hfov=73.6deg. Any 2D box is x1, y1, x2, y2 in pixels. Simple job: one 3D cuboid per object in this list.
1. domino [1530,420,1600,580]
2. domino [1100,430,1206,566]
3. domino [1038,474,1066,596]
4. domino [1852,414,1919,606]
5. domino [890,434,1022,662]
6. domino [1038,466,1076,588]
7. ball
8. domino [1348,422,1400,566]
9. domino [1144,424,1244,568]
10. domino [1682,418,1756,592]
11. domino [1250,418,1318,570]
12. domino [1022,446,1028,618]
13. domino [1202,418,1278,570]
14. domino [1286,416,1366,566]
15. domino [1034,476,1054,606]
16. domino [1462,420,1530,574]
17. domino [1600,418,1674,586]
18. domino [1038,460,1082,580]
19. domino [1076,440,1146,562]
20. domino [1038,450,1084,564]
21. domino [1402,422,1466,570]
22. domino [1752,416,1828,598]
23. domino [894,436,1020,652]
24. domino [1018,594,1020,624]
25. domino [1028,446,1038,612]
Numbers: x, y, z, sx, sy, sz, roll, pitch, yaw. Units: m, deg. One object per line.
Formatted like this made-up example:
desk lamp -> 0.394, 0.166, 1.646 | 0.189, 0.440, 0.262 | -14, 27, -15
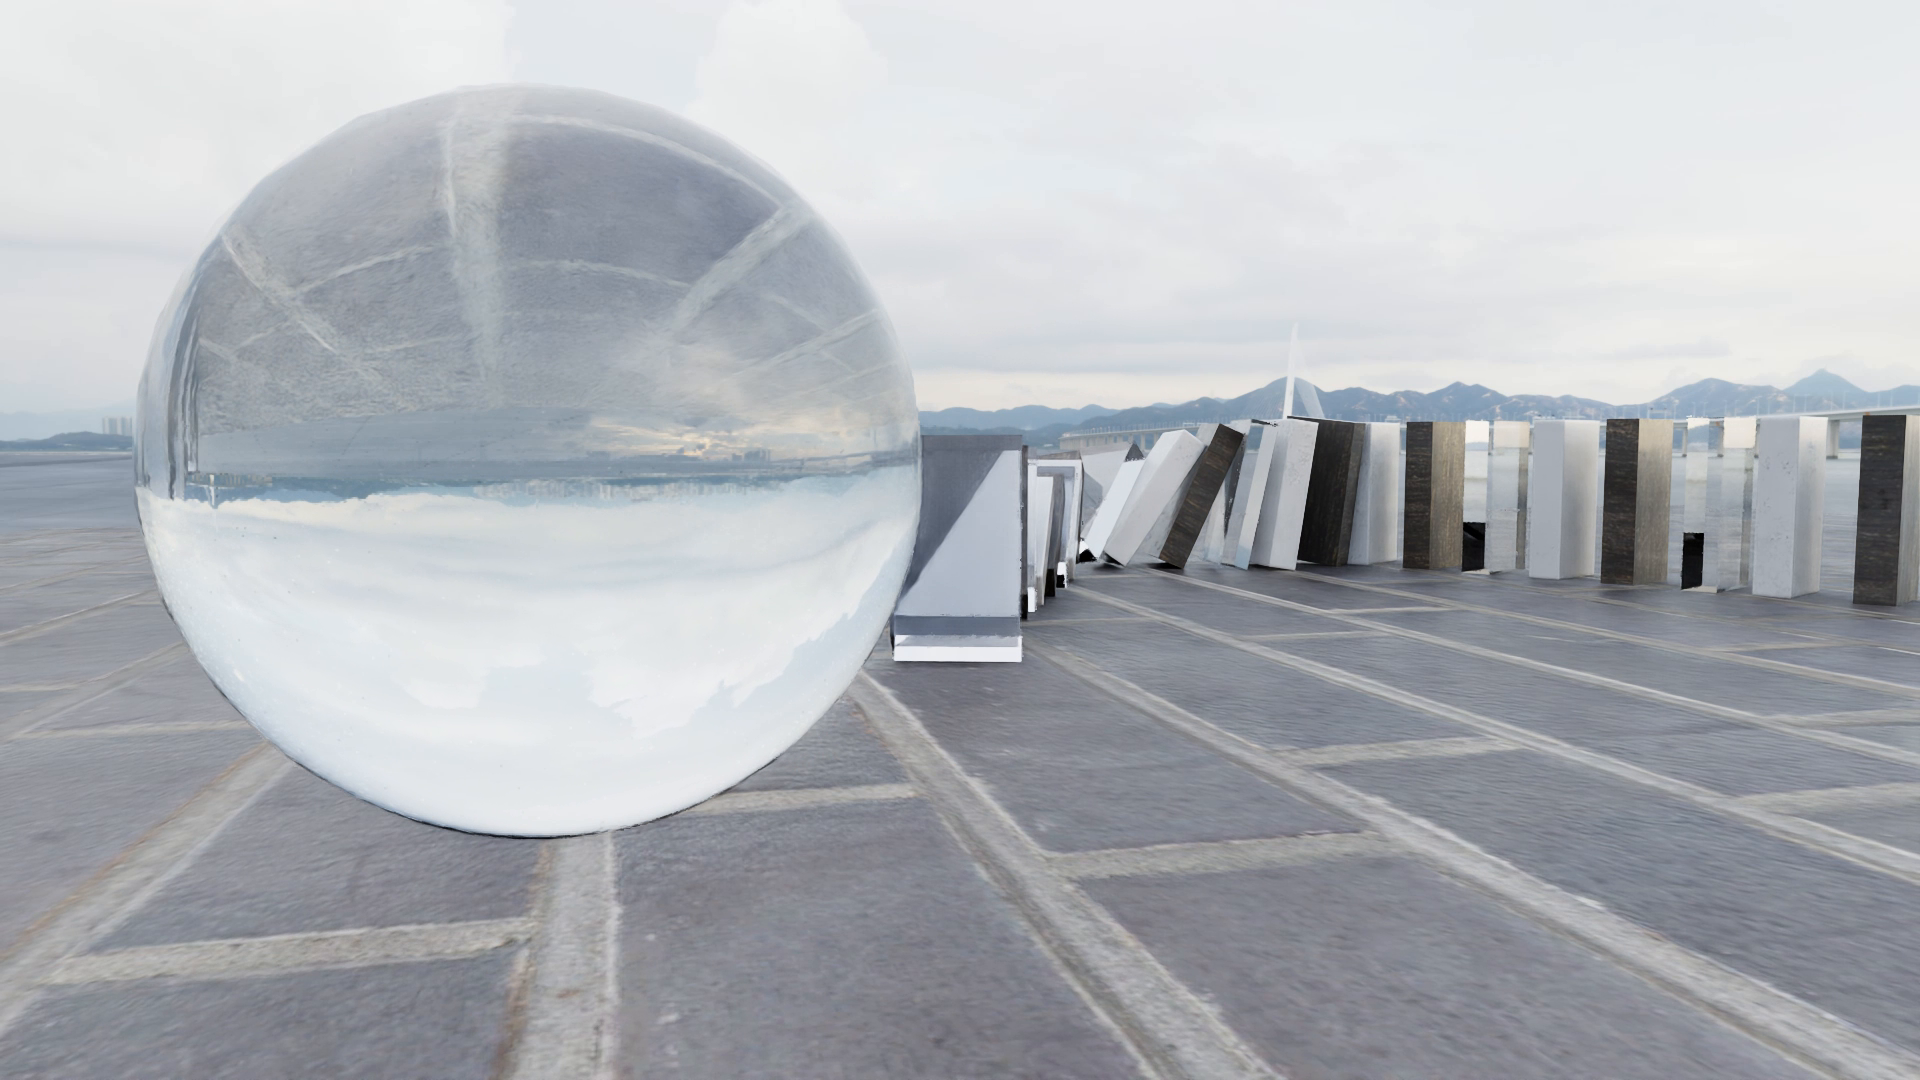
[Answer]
domino -> 0.194, -0.013, 0.411 | 0.025, 0.050, 0.009 | -4, 6, -40
domino -> 0.065, -0.015, 0.448 | 0.010, 0.050, 0.025 | 35, -3, -8
domino -> 0.017, -0.003, 0.378 | 0.025, 0.009, 0.050 | 1, 35, 8
domino -> 0.251, -0.008, 0.346 | 0.025, 0.050, 0.009 | -4, 6, -43
domino -> 0.000, 0.001, 0.262 | 0.025, 0.050, 0.009 | 0, -36, 3
domino -> 0.022, -0.005, 0.398 | 0.025, 0.009, 0.050 | 1, 38, 9
ball -> -0.044, -0.008, 0.141 | 0.080, 0.080, 0.080 | 0, 4, 0
domino -> 0.148, -0.017, 0.461 | 0.010, 0.050, 0.025 | 4, 6, 41
domino -> 0.081, -0.016, 0.448 | 0.009, 0.050, 0.025 | 24, 2, -5
domino -> 0.223, -0.011, 0.377 | 0.025, 0.050, 0.010 | -4, 6, -40
domino -> 0.109, -0.016, 0.442 | 0.010, 0.050, 0.025 | 8, 3, -12
domino -> 0.005, -0.003, 0.326 | 0.025, 0.050, 0.009 | 0, -41, 3
domino -> 0.097, -0.016, 0.444 | 0.010, 0.050, 0.025 | 11, 3, -4
domino -> 0.126, -0.018, 0.453 | 0.025, 0.050, 0.010 | 12, 10, 39
domino -> 0.012, -0.001, 0.358 | 0.025, 0.009, 0.050 | 1, 34, 8
domino -> 0.179, -0.015, 0.429 | 0.025, 0.050, 0.009 | -4, 6, -41
domino -> 0.208, -0.012, 0.394 | 0.025, 0.050, 0.009 | -4, 6, -40
domino -> 0.026, -0.007, 0.417 | 0.025, 0.010, 0.050 | 1, 40, 9
domino -> 0.045, -0.013, 0.451 | 0.025, 0.009, 0.050 | -6, 42, 40
domino -> 0.028, -0.010, 0.439 | 0.025, 0.009, 0.050 | -7, 39, 14
domino -> 0.165, -0.016, 0.445 | 0.025, 0.050, 0.010 | -4, 6, -43
domino -> 0.235, -0.010, 0.363 | 0.025, 0.050, 0.010 | -4, 6, -41
domino -> 0.000, 0.000, 0.275 | 0.025, 0.050, 0.009 | 0, -36, 3
domino -> 0.002, -0.003, 0.312 | 0.025, 0.050, 0.010 | 0, -36, 3
domino -> 0.008, -0.004, 0.340 | 0.025, 0.010, 0.050 | 0, 49, 4
